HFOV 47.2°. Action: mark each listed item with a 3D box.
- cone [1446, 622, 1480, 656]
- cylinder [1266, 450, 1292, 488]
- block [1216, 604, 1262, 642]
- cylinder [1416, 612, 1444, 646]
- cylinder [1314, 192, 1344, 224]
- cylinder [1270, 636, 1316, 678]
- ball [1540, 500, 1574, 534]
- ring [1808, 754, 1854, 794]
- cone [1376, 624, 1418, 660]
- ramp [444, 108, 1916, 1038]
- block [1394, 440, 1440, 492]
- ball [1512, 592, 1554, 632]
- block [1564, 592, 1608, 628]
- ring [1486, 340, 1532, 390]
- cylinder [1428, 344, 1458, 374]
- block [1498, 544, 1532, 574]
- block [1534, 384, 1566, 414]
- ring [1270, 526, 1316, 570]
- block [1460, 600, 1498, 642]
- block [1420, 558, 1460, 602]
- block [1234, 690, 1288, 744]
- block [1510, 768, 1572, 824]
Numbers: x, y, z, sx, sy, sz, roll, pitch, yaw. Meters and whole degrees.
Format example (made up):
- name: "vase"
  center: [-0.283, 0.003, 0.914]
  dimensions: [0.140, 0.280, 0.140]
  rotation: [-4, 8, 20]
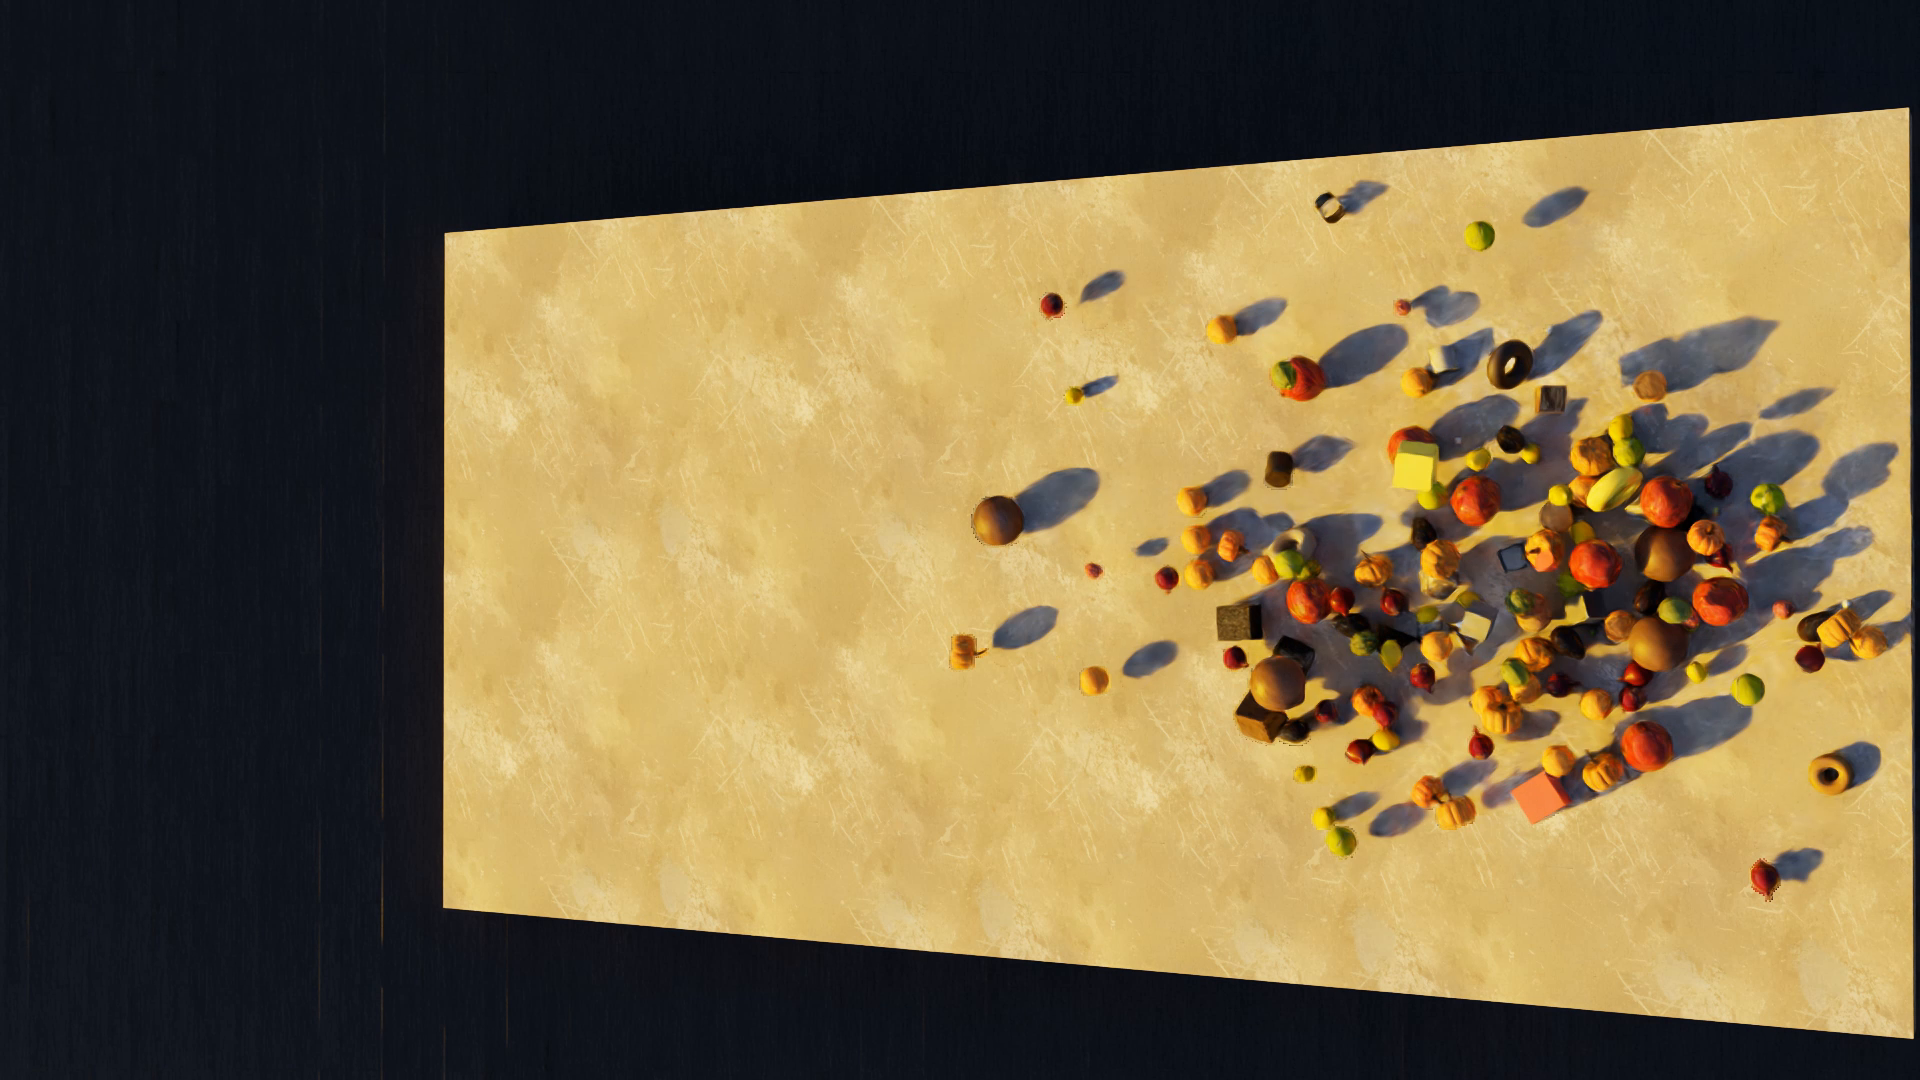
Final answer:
- name: "cone"
  center: [1.199, 0.207, 5.114]
  dimensions: [0.094, 0.094, 0.094]
  rotation: [-35, 89, 3]
- name: "cylinder"
  center: [0.771, -0.171, 5.314]
  dimensions: [0.063, 0.063, 0.063]
  rotation: [10, 53, 0]
- name: "block"
  center: [0.681, 0.202, 5.361]
  dimensions: [0.085, 0.085, 0.085]
  rotation: [-4, 88, 27]
- name: "cylinder"
  center: [1.101, 0.209, 5.152]
  dimensions: [0.057, 0.057, 0.057]
  rotation: [-14, 121, 0]
- name: "cylinder"
  center: [0.887, -0.796, 5.277]
  dimensions: [0.054, 0.054, 0.054]
  rotation: [-28, 54, 0]
- name: "cylinder"
  center: [0.803, 0.282, 5.302]
  dimensions: [0.078, 0.078, 0.078]
  rotation: [25, 89, 25]
- name: "ball"
  center: [1.363, -0.053, 5.025]
  dimensions: [0.077, 0.077, 0.077]
  rotation: [0, 89, 0]
- name: "ring"
  center: [1.891, 0.508, 4.773]
  dimensions: [0.093, 0.031, 0.093]
  rotation: [5, 103, 24]
- name: "cone"
  center: [1.039, 0.237, 5.205]
  dimensions: [0.090, 0.090, 0.090]
  rotation: [-5, 89, 0]
- name: "ramp"
  center: [0.279, 0.079, 5.668]
  dimensions: [4.000, 0.100, 2.000]
  rotation: [0, 89, 27]
- name: "block"
  center: [1.015, -0.165, 4.889]
  dimensions: [0.081, 0.081, 0.081]
  rotation: [9, 116, 19]
- name: "ball"
  center: [1.312, 0.165, 5.035]
  dimensions: [0.090, 0.090, 0.090]
  rotation: [0, 89, 0]
- name: "block"
  center: [1.417, 0.157, 4.982]
  dimensions: [0.062, 0.062, 0.062]
  rotation: [-2, 71, -29]
- name: "ring"
  center: [1.265, -0.403, 5.058]
  dimensions: [0.122, 0.041, 0.122]
  rotation: [-14, 121, -25]
- name: "cylinder"
  center: [1.133, -0.423, 5.155]
  dimensions: [0.057, 0.057, 0.057]
  rotation: [-13, 84, 0]
- name: "block"
  center: [1.280, 0.042, 5.079]
  dimensions: [0.053, 0.053, 0.053]
  rotation: [-23, 79, 25]
- name: "block"
  center: [1.333, -0.317, 4.966]
  dimensions: [0.057, 0.057, 0.057]
  rotation: [3, 86, 1]
- name: "ring"
  center: [0.802, 0.018, 5.293]
  dimensions: [0.122, 0.122, 0.041]
  rotation: [-43, 124, 0]
- name: "block"
  center: [1.175, 0.183, 4.977]
  dimensions: [0.060, 0.060, 0.060]
  rotation: [22, 123, 20]
- name: "block"
  center: [1.119, 0.092, 5.130]
  dimensions: [0.063, 0.063, 0.063]
  rotation: [23, 132, -19]
- name: "block"
  center: [0.718, 0.420, 5.239]
  dimensions: [0.081, 0.081, 0.081]
  rotation: [15, 54, 38]
- name: "block"
  center: [1.330, 0.586, 5.028]
  dimensions: [0.088, 0.088, 0.088]
  rotation: [-36, 74, 22]
